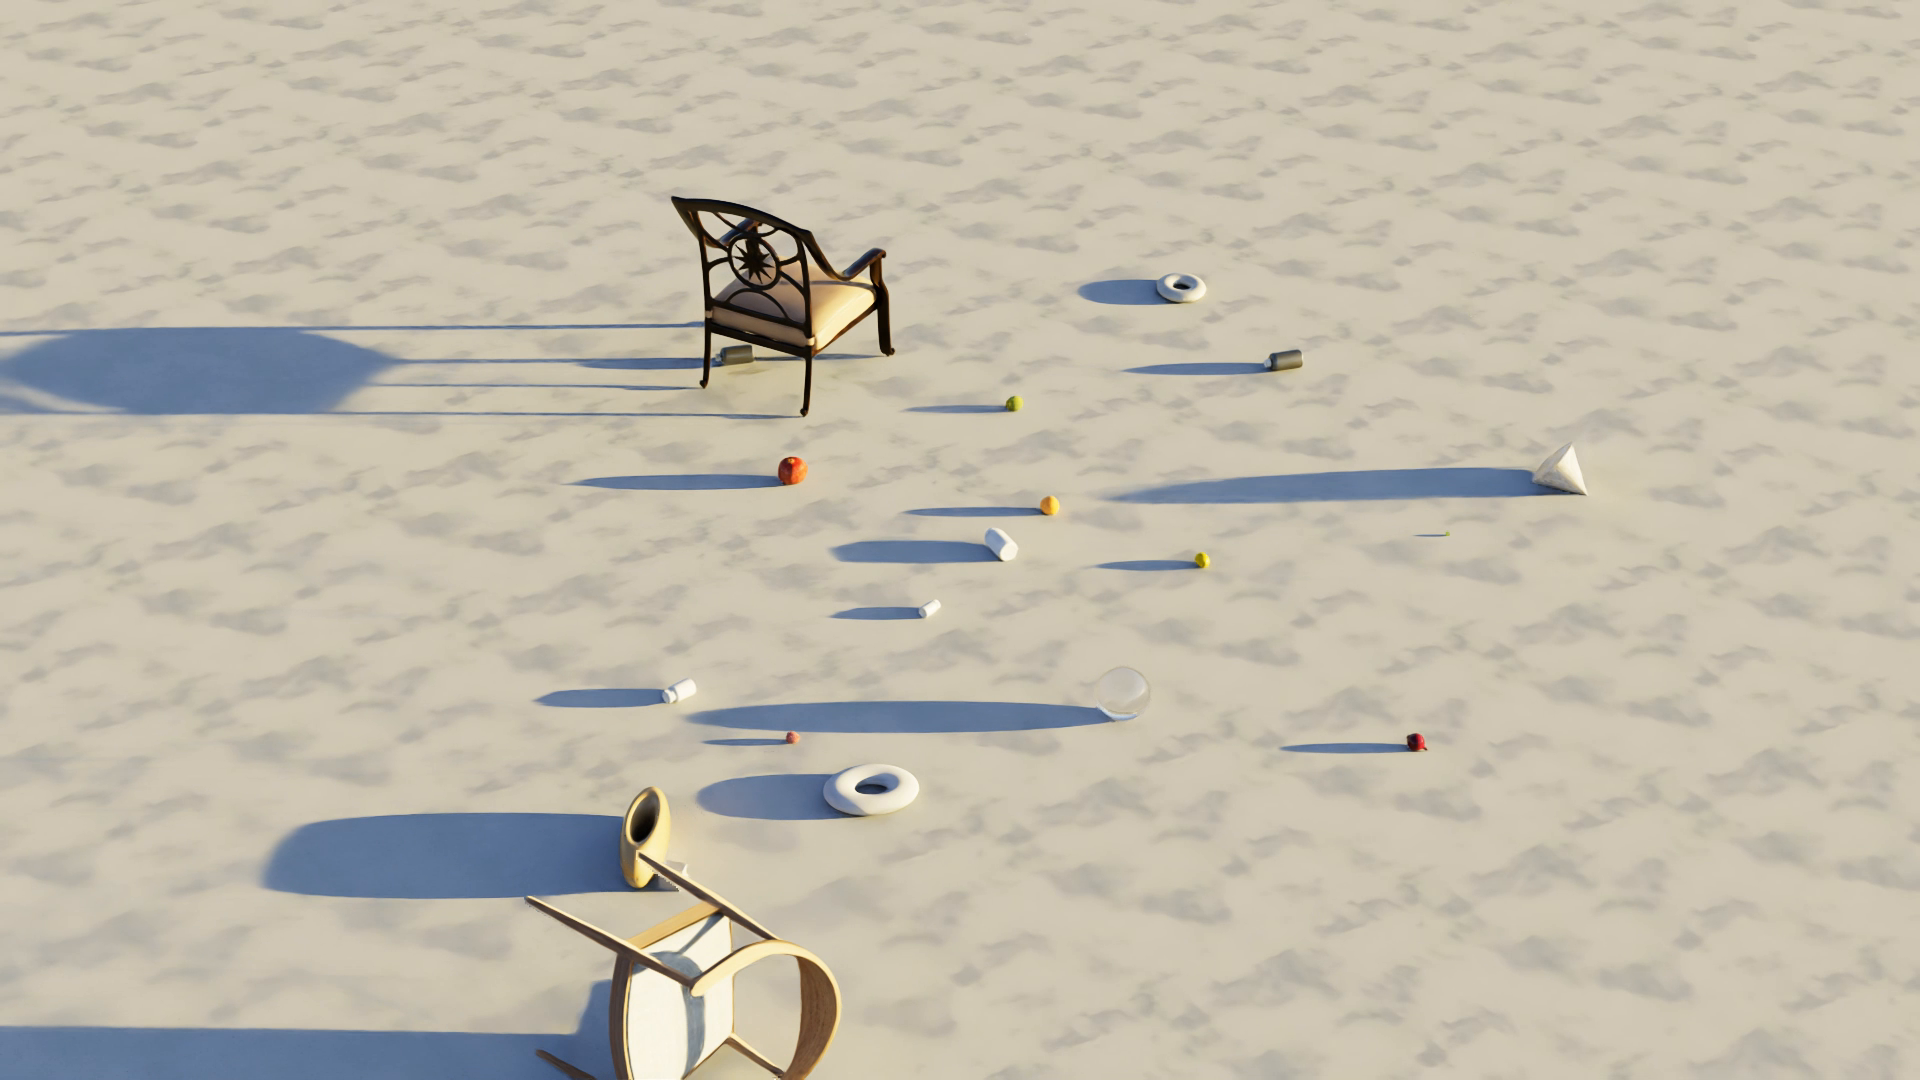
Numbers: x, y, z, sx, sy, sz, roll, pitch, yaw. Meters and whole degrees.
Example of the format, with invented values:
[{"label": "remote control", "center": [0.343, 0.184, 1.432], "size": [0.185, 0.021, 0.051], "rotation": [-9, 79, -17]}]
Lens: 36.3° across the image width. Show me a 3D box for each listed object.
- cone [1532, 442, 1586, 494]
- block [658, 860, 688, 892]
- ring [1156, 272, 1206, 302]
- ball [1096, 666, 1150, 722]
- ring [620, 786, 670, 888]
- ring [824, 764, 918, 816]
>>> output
[{"label": "cone", "center": [2.329, -0.235, 11.203], "size": [0.187, 0.299, 0.197], "rotation": [43, 82, -1]}, {"label": "block", "center": [-0.908, 1.063, 9.280], "size": [0.068, 0.056, 0.075], "rotation": [8, 34, 12]}, {"label": "ring", "center": [0.946, -1.081, 12.543], "size": [0.211, 0.046, 0.230], "rotation": [-5, 34, -8]}, {"label": "ball", "center": [0.555, 0.524, 9.981], "size": [0.185, 0.185, 0.185], "rotation": [0, 33, 0]}, {"label": "ring", "center": [-1.007, 0.948, 9.375], "size": [0.150, 0.147, 0.435], "rotation": [0, 32, 5]}, {"label": "ring", "center": [-0.293, 0.821, 9.647], "size": [0.317, 0.058, 0.242], "rotation": [-5, 34, -8]}]
